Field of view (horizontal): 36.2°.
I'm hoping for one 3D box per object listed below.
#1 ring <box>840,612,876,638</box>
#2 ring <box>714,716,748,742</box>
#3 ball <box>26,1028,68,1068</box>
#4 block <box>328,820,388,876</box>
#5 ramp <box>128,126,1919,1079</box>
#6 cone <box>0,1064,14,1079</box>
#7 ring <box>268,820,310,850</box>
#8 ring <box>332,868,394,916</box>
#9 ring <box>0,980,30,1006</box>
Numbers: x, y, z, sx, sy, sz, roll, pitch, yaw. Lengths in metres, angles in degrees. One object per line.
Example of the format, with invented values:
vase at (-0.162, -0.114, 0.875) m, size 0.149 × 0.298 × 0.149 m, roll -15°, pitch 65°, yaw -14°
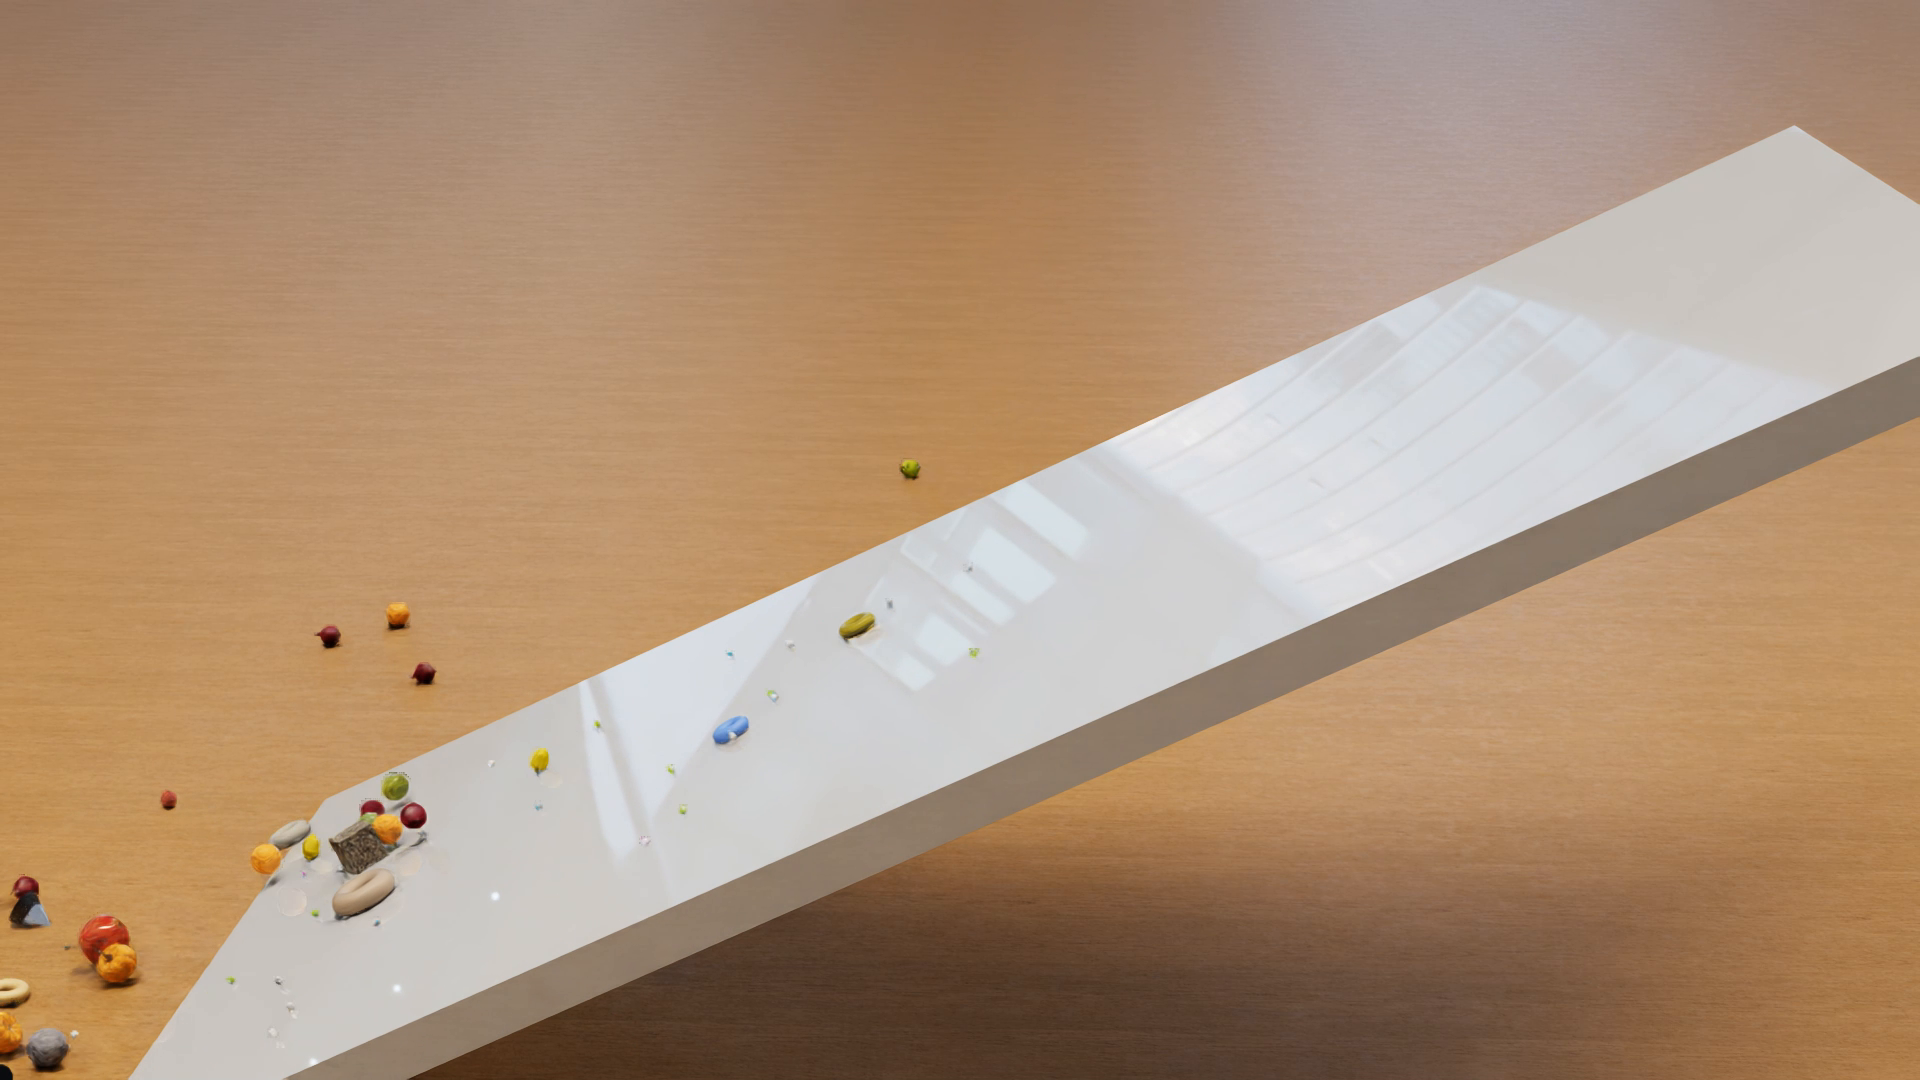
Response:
ring at (-0.231, 0.192, 6.613) m, size 0.091 × 0.030 × 0.091 m, roll -26°, pitch 12°, yaw 6°
ring at (-0.491, 0.406, 6.304) m, size 0.084 × 0.028 × 0.084 m, roll -27°, pitch 13°, yaw 7°
ball at (-1.950, 1.085, 6.286) m, size 0.084 × 0.084 × 0.084 m, roll 0°, pitch 16°, yaw 0°
block at (-1.379, 0.705, 6.743) m, size 0.086 × 0.086 × 0.086 m, roll -33°, pitch 15°, yaw -24°
ramp at (0.137, 0.168, 6.281) m, size 4.000 × 0.100 × 2.000 m, roll -25°, pitch 13°, yaw 9°
cone at (-2.015, 1.139, 6.192) m, size 0.071 × 0.071 × 0.071 m, roll 1°, pitch -11°, yaw 3°
ring at (-1.663, 0.731, 7.291) m, size 0.112 × 0.037 × 0.112 m, roll -27°, pitch 12°, yaw 6°
ring at (-1.306, 0.771, 6.437) m, size 0.148 × 0.049 × 0.148 m, roll -25°, pitch 15°, yaw 7°
ring at (-2.142, 1.017, 6.611) m, size 0.101 × 0.034 × 0.101 m, roll 1°, pitch 16°, yaw 0°
